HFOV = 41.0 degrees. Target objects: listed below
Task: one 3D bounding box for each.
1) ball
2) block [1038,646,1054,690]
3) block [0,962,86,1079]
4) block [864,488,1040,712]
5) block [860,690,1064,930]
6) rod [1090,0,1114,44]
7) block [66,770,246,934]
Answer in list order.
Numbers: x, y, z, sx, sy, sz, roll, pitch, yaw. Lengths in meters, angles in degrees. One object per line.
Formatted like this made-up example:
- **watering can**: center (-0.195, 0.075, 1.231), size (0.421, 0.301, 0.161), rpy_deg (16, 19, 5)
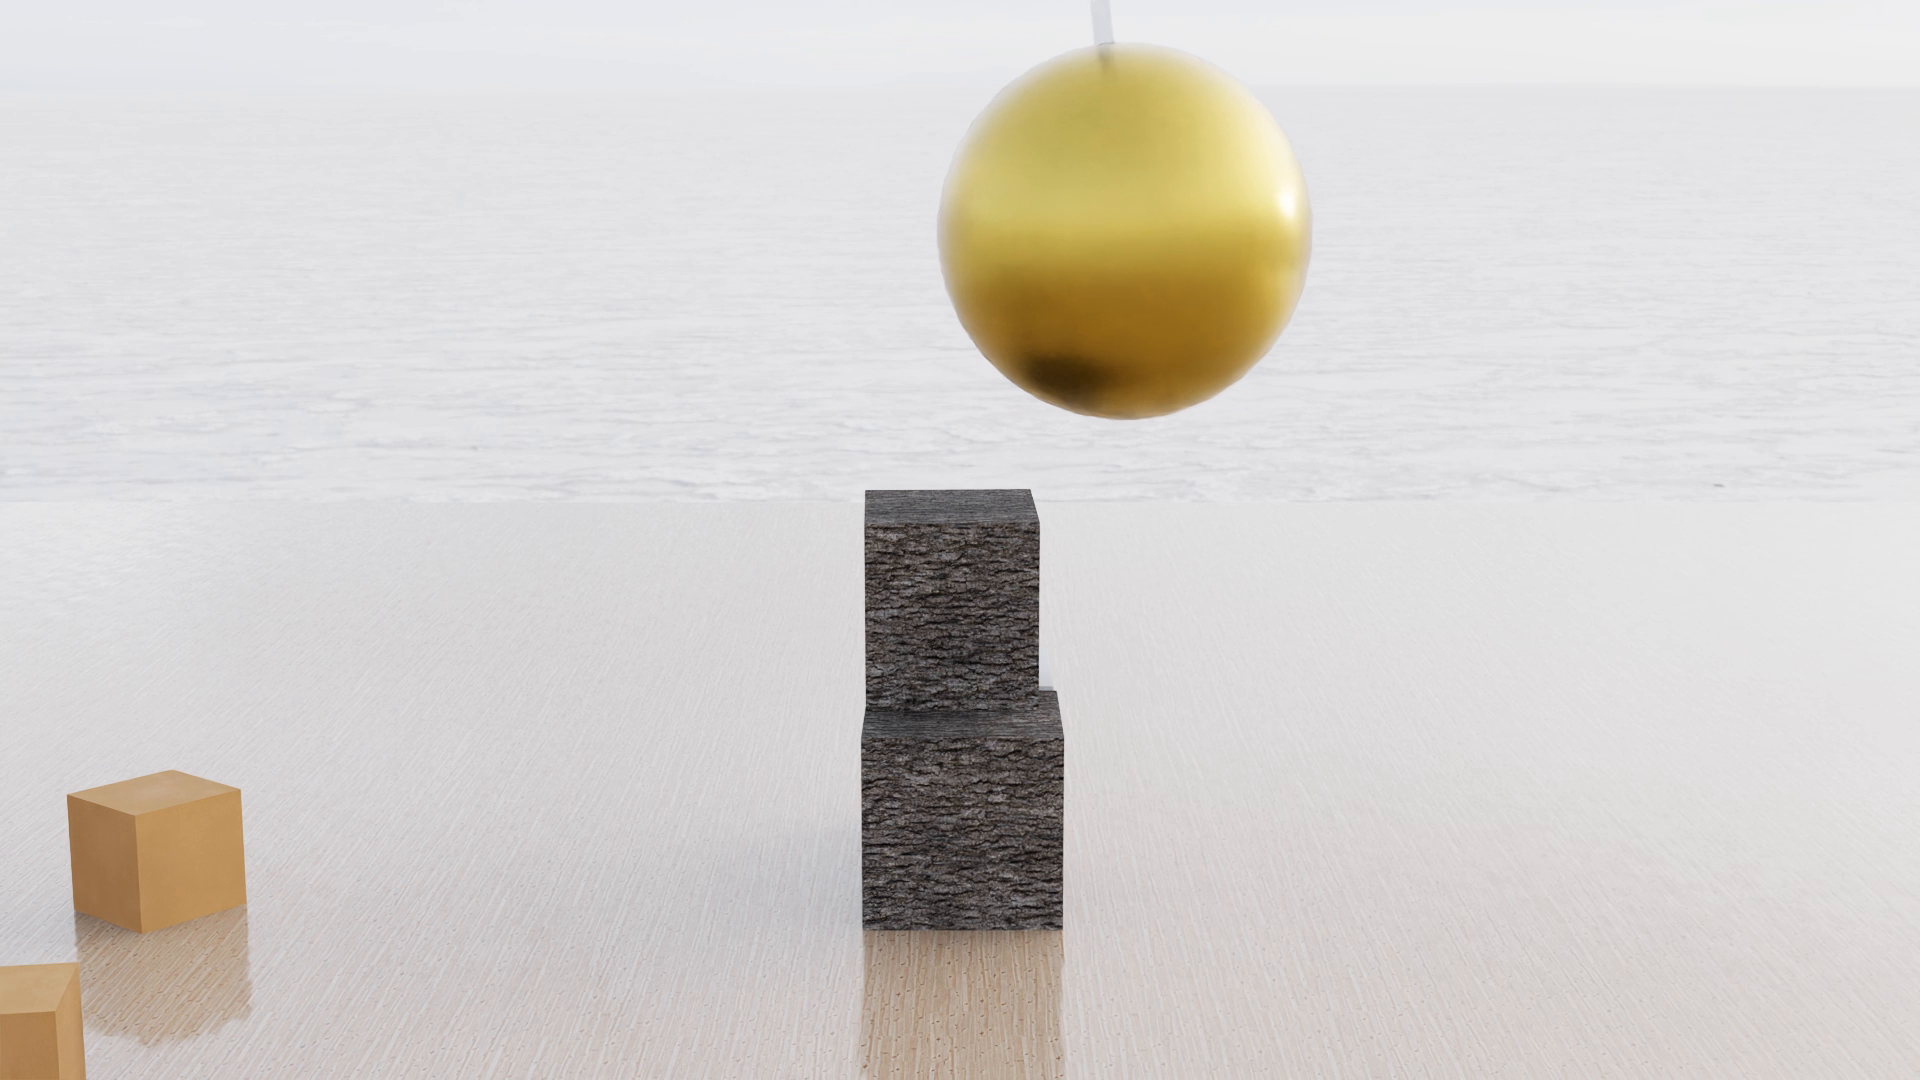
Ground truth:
- **ball**: center (0.699, -1.311, 10.942), size (1.600, 1.600, 1.600), rpy_deg (0, 10, 0)
- **block**: center (0.016, 0.988, 11.783), size (0.793, 0.841, 0.791), rpy_deg (0, 10, 0)
- **block**: center (-3.258, 1.744, 8.652), size (0.502, 0.473, 0.481), rpy_deg (-2, 10, -10)
- **block**: center (-0.044, 0.251, 11.207), size (0.740, 0.818, 0.704), rpy_deg (0, 13, -2)
- **block**: center (0.011, 1.142, 10.981), size (0.833, 0.824, 0.823), rpy_deg (0, 10, 0)
- **rod**: center (0.303, -4.634, 10.338), size (0.080, 5.200, 0.080), rpy_deg (-7, 10, 1)
- **block**: center (-3.414, 1.316, 10.913), size (0.503, 0.507, 0.513), rpy_deg (8, 13, 39)
